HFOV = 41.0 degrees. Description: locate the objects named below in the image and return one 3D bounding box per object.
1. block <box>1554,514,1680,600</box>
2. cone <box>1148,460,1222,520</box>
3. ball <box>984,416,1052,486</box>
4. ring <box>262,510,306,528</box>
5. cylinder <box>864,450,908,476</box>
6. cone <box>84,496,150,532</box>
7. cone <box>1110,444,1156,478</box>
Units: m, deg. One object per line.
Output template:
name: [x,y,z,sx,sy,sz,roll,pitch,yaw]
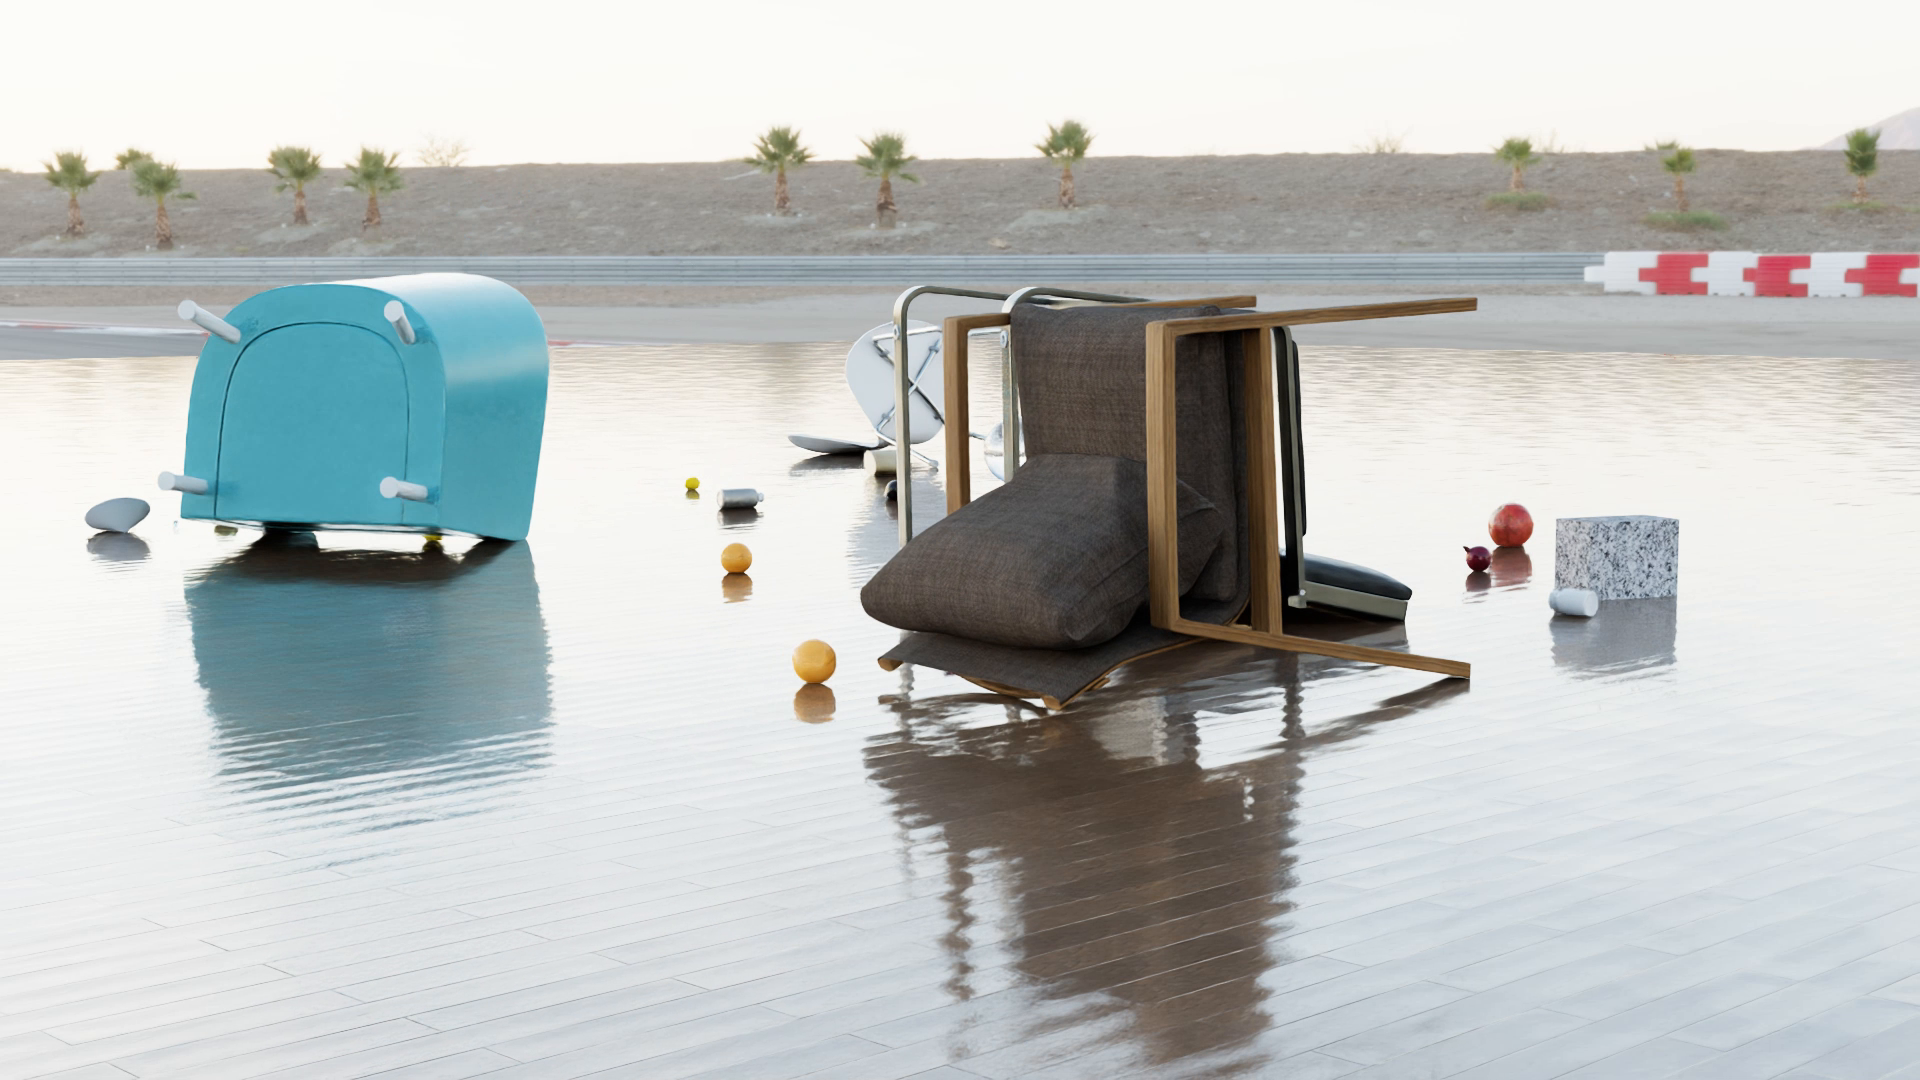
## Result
block: [1.356,0.035,5.298,0.221,0.158,0.117,-2,6,-23]
cone: [0.575,-0.105,7.037,0.216,0.175,0.184,9,-27,-39]
ball: [0.183,-0.281,8.081,0.217,0.217,0.217,0,6,0]
ring: [-1.775,-0.053,6.733,0.103,0.040,0.116,4,8,43]
cylinder: [-0.245,-0.254,8.495,0.114,0.077,0.131,-2,17,-19]
cone: [-2.159,-0.043,6.607,0.168,0.114,0.074,-10,48,-29]
cone: [0.554,-0.234,8.407,0.139,0.123,0.147,-23,7,6]
